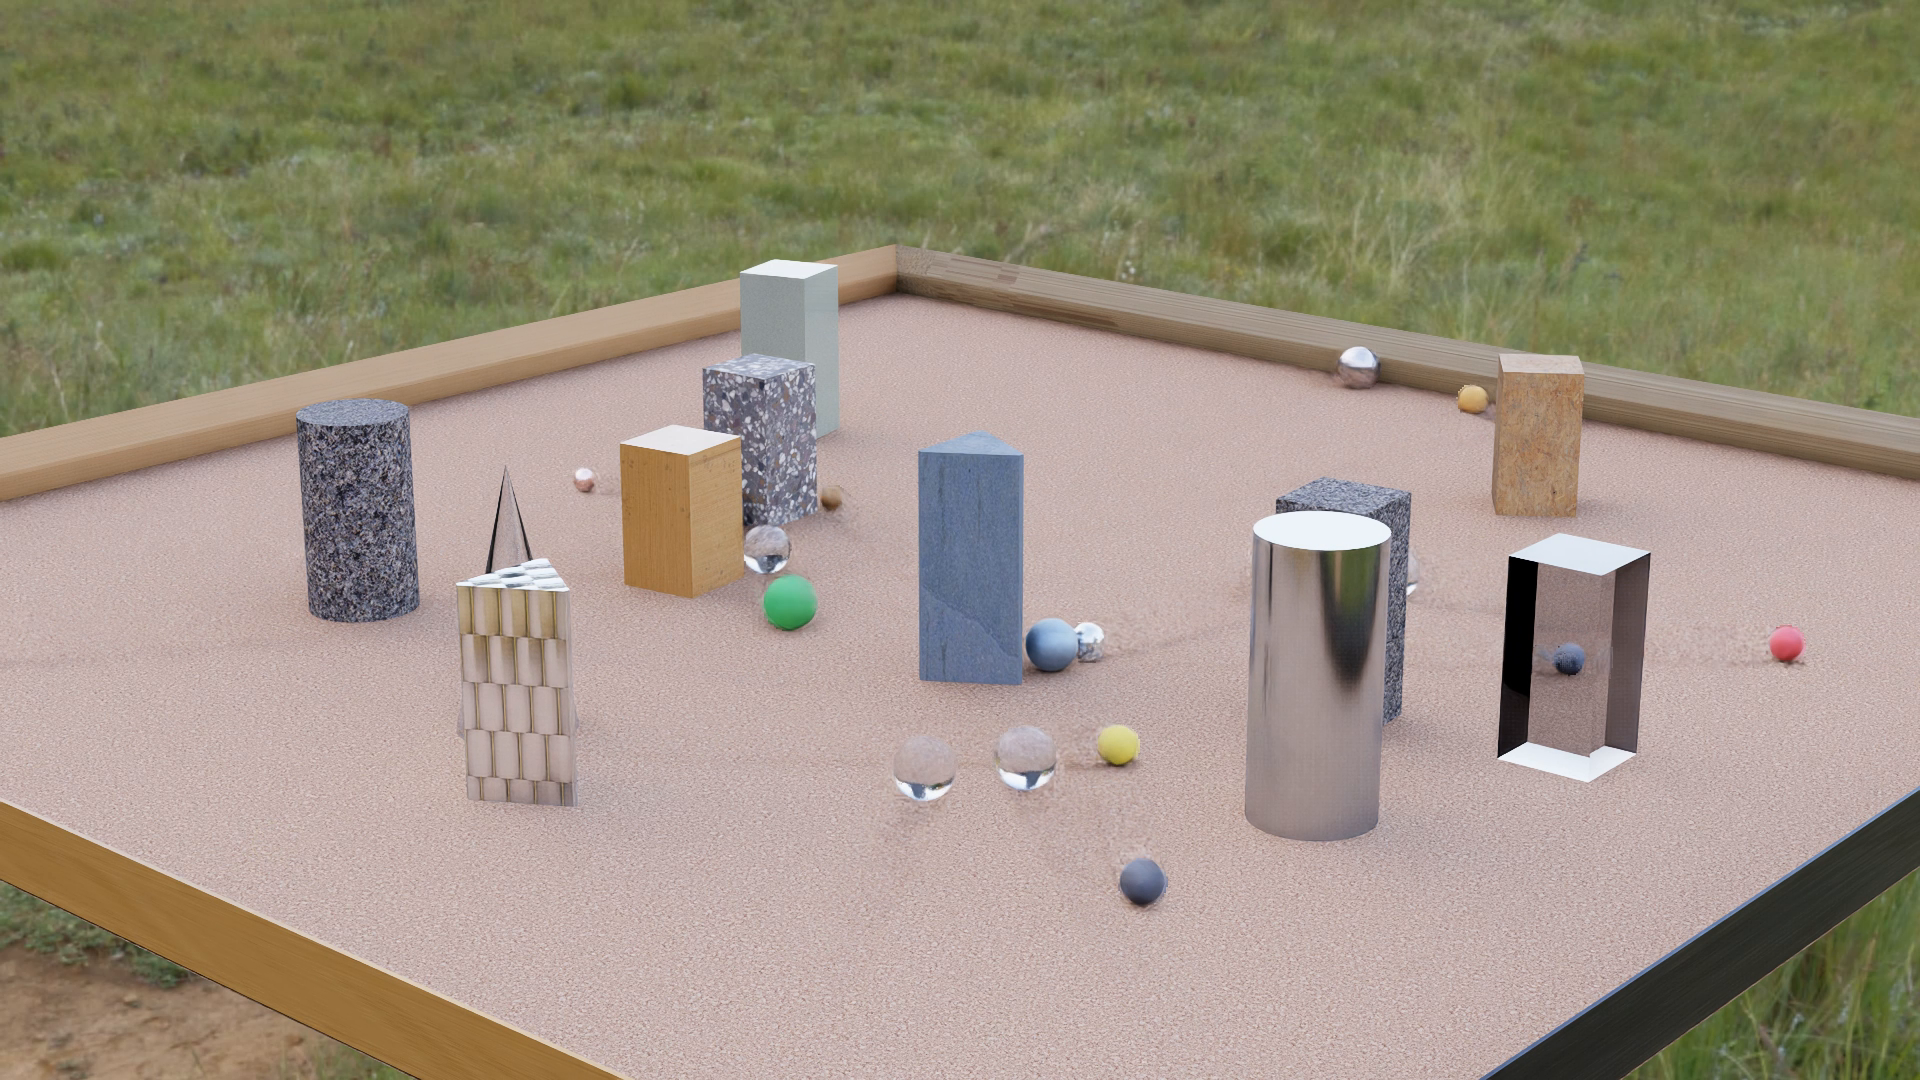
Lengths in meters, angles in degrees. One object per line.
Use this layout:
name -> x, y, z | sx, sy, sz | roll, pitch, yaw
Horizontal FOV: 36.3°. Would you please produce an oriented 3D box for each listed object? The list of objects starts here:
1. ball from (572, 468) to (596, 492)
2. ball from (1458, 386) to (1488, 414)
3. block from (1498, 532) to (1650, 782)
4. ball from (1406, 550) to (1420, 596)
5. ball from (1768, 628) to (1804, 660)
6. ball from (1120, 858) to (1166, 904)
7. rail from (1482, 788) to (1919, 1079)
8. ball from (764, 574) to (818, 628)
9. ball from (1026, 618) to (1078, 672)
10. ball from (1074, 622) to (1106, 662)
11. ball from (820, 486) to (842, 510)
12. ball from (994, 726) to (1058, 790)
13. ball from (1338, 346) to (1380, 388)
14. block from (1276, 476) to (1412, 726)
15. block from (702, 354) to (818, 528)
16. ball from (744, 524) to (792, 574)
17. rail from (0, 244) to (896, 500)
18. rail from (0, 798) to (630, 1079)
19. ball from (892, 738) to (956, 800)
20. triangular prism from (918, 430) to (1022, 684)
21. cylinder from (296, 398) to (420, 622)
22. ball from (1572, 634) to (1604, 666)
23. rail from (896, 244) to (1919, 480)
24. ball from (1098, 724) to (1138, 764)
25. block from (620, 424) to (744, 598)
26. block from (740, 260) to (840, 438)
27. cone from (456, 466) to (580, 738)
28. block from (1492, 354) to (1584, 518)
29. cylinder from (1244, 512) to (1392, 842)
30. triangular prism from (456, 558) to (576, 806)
ball -> -0.738, -0.118, 5.749 | 0.044, 0.044, 0.044 | 0, 17, 0
ball -> 1.108, -0.303, 6.331 | 0.062, 0.062, 0.062 | 0, 17, 0
block -> 0.905, 0.171, 4.325 | 0.150, 0.316, 0.150 | 14, 21, 38
ball -> 0.755, 0.056, 5.095 | 0.091, 0.091, 0.091 | 0, 17, 0
ball -> 1.348, 0.169, 4.783 | 0.054, 0.054, 0.054 | 0, 17, 0
ball -> 0.240, 0.448, 3.851 | 0.060, 0.060, 0.060 | 0, 17, 0
rail -> 1.327, 0.364, 4.018 | 0.045, 0.122, 3.598 | 14, 22, 39
ball -> -0.284, 0.104, 4.935 | 0.091, 0.091, 0.091 | 0, 17, 0
ball -> 0.148, 0.168, 4.731 | 0.086, 0.086, 0.086 | 0, 17, 0
ball -> 0.207, 0.166, 4.777 | 0.063, 0.063, 0.063 | 0, 17, 0
ball -> -0.248, -0.082, 5.629 | 0.045, 0.045, 0.045 | 0, 17, 0
ball -> 0.095, 0.316, 4.234 | 0.092, 0.092, 0.092 | 0, 17, 0
ball -> 0.890, -0.386, 6.550 | 0.094, 0.094, 0.094 | 0, 17, 0
block -> 0.579, 0.104, 4.473 | 0.150, 0.358, 0.150 | 11, 20, 33
block -> -0.378, -0.188, 5.556 | 0.150, 0.291, 0.150 | 12, 20, 34
ball -> -0.346, 0.015, 5.232 | 0.089, 0.089, 0.089 | 0, 17, 0
rail -> -1.327, -0.303, 6.224 | 0.045, 0.122, 3.598 | 14, 22, 39
rail -> -1.164, 0.419, 3.838 | 3.563, 0.122, 0.045 | 14, 22, 39
ball -> -0.051, 0.328, 4.196 | 0.091, 0.091, 0.091 | 0, 17, 0
triangular prism -> 0.026, 0.025, 4.697 | 0.163, 0.379, 0.141 | 2, 17, 7
cylinder -> -1.028, -0.052, 5.012 | 0.188, 0.344, 0.188 | 0, 17, 0
ball -> 1.019, 0.178, 4.760 | 0.051, 0.051, 0.051 | 0, 17, 0
rail -> 1.164, -0.357, 6.404 | 3.563, 0.122, 0.045 | 14, 22, 39
ball -> 0.233, 0.303, 4.334 | 0.059, 0.059, 0.059 | 0, 17, 0
block -> -0.488, -0.052, 5.160 | 0.150, 0.259, 0.150 | 10, 20, 31
block -> -0.355, -0.396, 6.143 | 0.150, 0.349, 0.150 | 8, 18, 24
cone -> -0.677, 0.085, 4.433 | 0.188, 0.418, 0.188 | 0, 17, 0
block -> 1.106, -0.201, 5.618 | 0.150, 0.280, 0.150 | 2, 17, 7
cylinder -> 0.497, 0.188, 4.085 | 0.188, 0.422, 0.188 | 0, 17, 0
triangular prism -> -0.614, 0.201, 4.214 | 0.163, 0.323, 0.141 | 3, 17, 10
